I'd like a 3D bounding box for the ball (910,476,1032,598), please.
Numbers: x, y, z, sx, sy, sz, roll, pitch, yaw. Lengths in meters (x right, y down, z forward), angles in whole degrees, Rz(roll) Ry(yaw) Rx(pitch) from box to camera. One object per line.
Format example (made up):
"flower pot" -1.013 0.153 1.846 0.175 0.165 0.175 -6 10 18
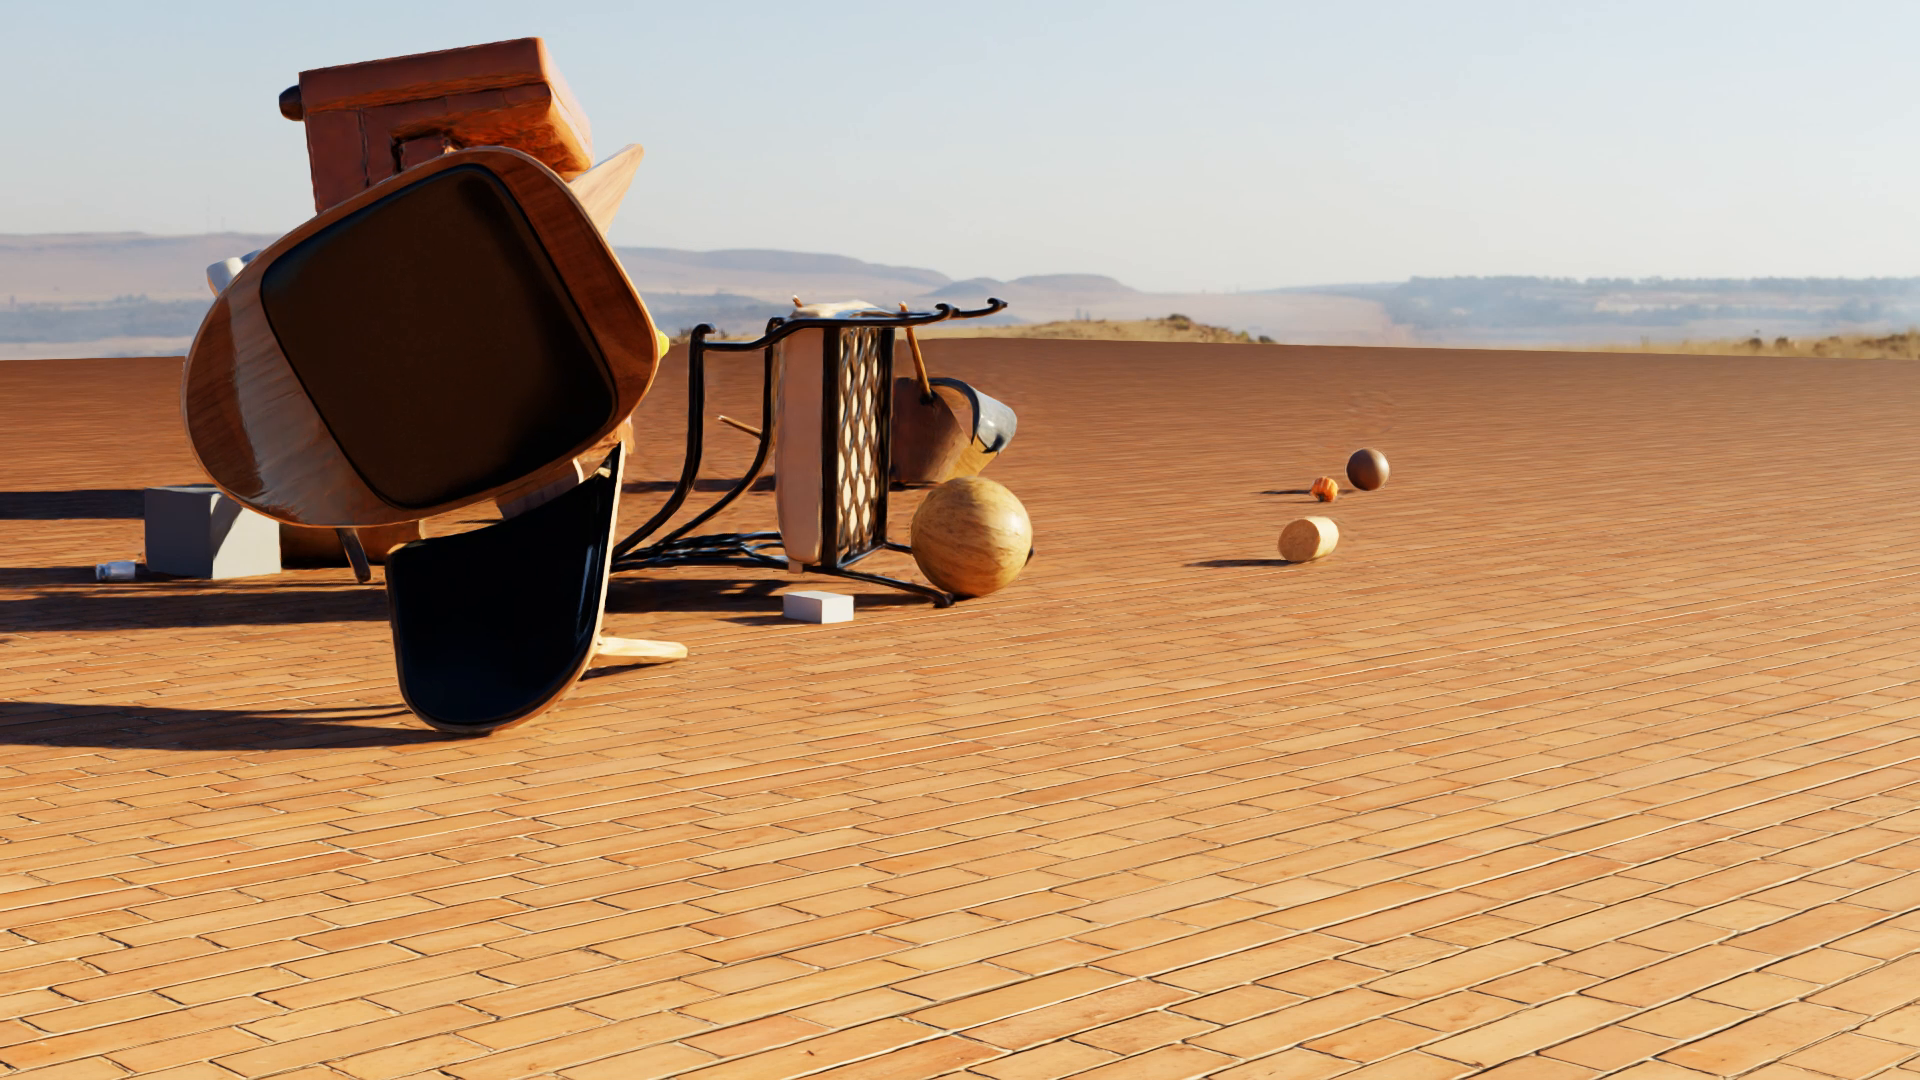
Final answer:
"ball" 0.022 -0.007 5.265 0.249 0.249 0.249 0 6 0

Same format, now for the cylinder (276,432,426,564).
"cylinder" -1.392 -0.096 5.872 0.313 0.300 0.174 -1 13 -7

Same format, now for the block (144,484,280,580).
"block" -1.669 -0.022 5.724 0.271 0.185 0.170 5 8 42

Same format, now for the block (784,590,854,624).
"block" -0.273 0.129 4.935 0.074 0.047 0.124 -5 8 -40

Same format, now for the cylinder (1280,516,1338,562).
"cylinder" 0.807 -0.001 5.934 0.111 0.094 0.094 -40 -17 30
